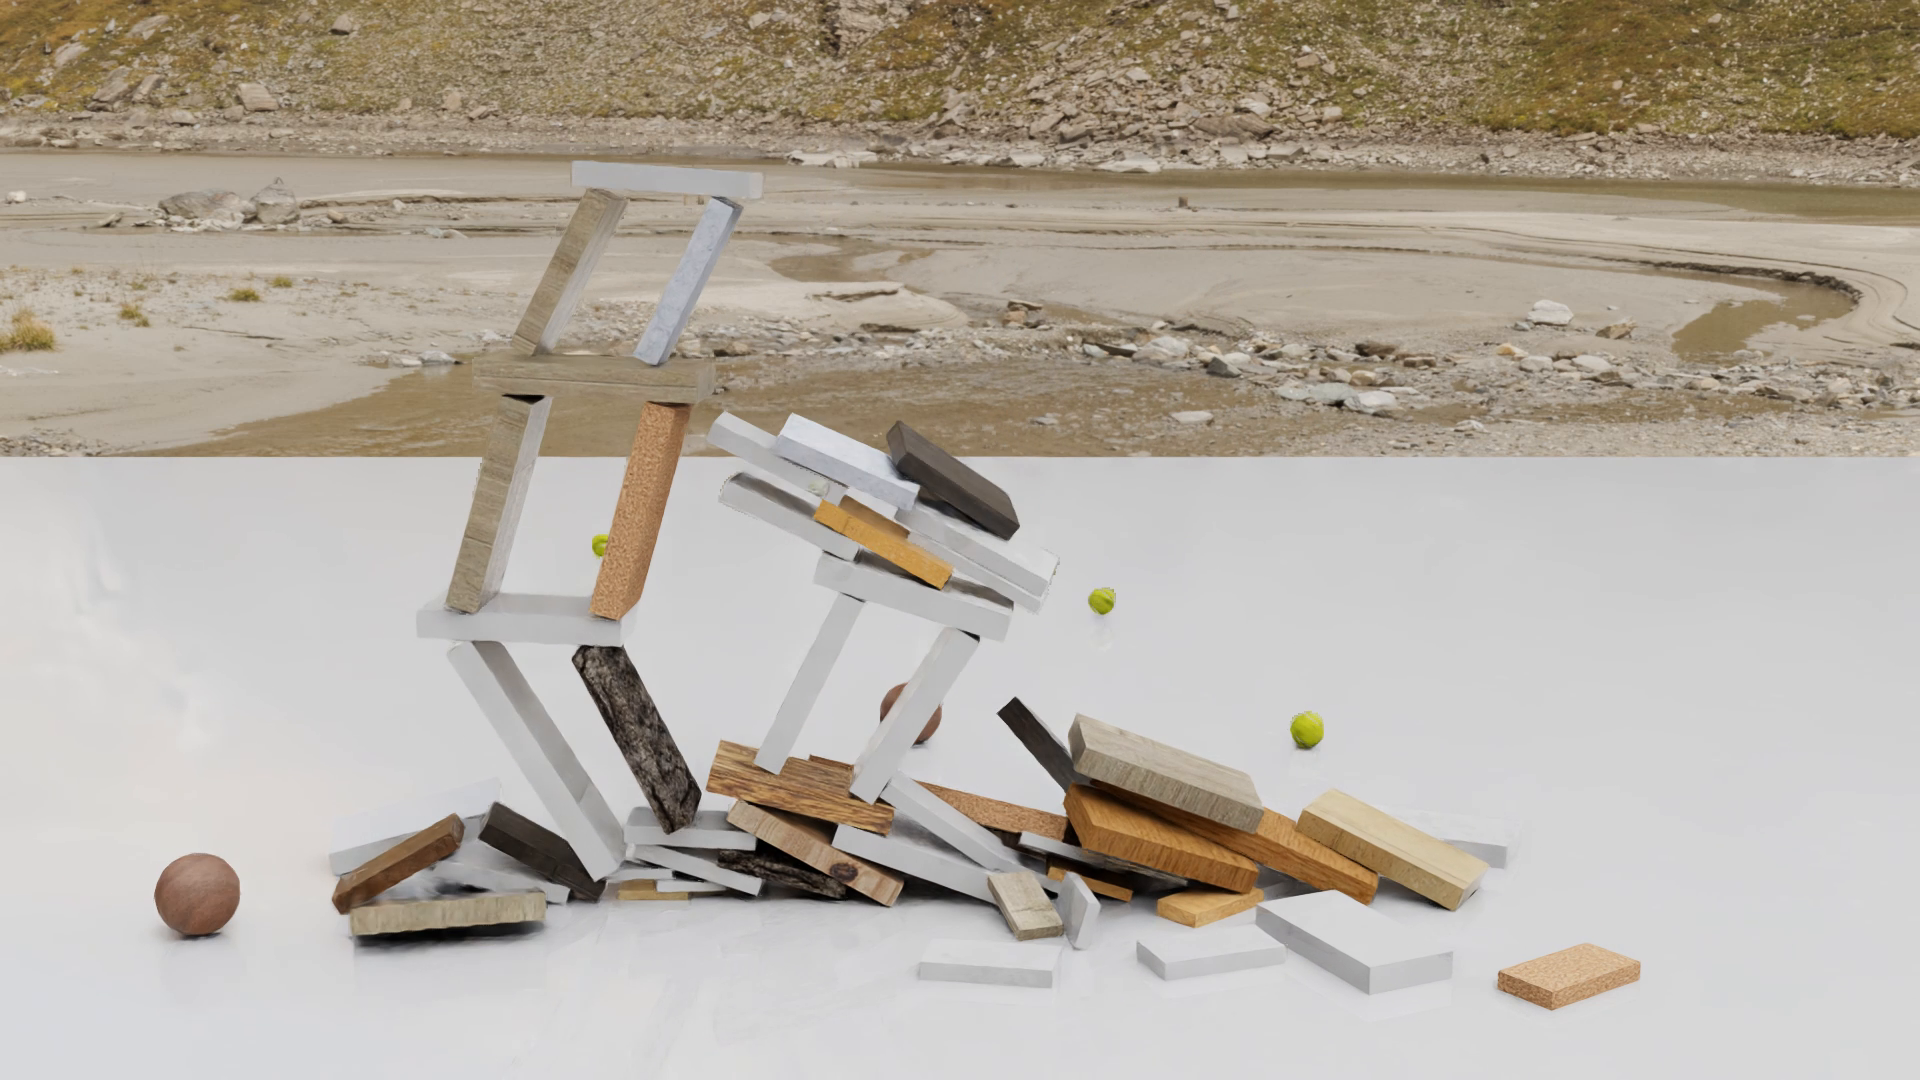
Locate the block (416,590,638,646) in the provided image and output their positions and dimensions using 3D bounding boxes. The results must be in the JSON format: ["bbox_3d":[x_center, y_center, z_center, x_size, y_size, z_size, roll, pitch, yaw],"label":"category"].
[{"bbox_3d":[-0.700,0.127,3.582,0.327,0.046,0.163,2,10,1],"label":"block"}]

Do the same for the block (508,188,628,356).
[{"bbox_3d":[-0.620,-0.424,3.485,0.039,0.276,0.138,28,8,-1],"label":"block"}]

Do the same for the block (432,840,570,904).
[{"bbox_3d":[-0.755,0.549,3.651,0.220,0.031,0.110,13,10,-8],"label":"block"}]

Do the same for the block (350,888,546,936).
[{"bbox_3d":[-0.808,0.586,3.473,0.294,0.042,0.147,-3,-5,-14],"label":"block"}]

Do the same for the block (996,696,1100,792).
[{"bbox_3d":[0.199,0.416,3.812,0.317,0.045,0.158,48,1,25],"label":"block"}]

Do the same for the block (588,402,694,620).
[{"bbox_3d":[-0.510,-0.059,3.532,0.049,0.349,0.175,17,10,1],"label":"block"}]

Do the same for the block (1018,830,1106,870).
[{"bbox_3d":[0.168,0.514,3.637,0.143,0.020,0.072,17,-13,1],"label":"block"}]

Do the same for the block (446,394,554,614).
[{"bbox_3d":[-0.739,-0.070,3.539,0.049,0.349,0.175,17,11,-2],"label":"block"}]

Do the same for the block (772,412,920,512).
[{"bbox_3d":[-0.178,-0.127,3.556,0.239,0.034,0.119,23,20,-3],"label":"block"}]

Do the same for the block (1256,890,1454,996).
[{"bbox_3d":[0.605,0.618,3.400,0.152,0.043,0.303,-5,12,-25],"label":"block"}]

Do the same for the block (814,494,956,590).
[{"bbox_3d":[-0.118,-0.002,3.579,0.237,0.034,0.118,29,12,2],"label":"block"}]

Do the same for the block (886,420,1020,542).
[{"bbox_3d":[-0.012,-0.098,3.610,0.238,0.034,0.119,33,18,-24],"label":"block"}]

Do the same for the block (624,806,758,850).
[{"bbox_3d":[-0.443,0.478,3.654,0.216,0.031,0.108,3,10,-1],"label":"block"}]

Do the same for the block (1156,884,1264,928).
[{"bbox_3d":[0.410,0.591,3.590,0.167,0.024,0.084,-9,16,-41],"label":"block"}]

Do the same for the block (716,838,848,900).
[{"bbox_3d":[-0.292,0.540,3.662,0.216,0.031,0.108,15,9,-3],"label":"block"}]

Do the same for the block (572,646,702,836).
[{"bbox_3d":[-0.527,0.310,3.609,0.046,0.327,0.163,-26,9,4],"label":"block"}]

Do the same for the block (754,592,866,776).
[{"bbox_3d":[-0.241,0.218,3.627,0.046,0.321,0.161,27,11,-3],"label":"block"}]

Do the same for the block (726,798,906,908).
[{"bbox_3d":[-0.235,0.497,3.661,0.306,0.043,0.153,29,10,-4],"label":"block"}]

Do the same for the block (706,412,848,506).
[{"bbox_3d":[-0.291,-0.133,3.573,0.237,0.034,0.118,27,12,-3],"label":"block"}]

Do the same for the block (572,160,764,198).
[{"bbox_3d":[-0.458,-0.568,3.463,0.276,0.039,0.138,4,9,3],"label":"block"}]

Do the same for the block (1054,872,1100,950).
[{"bbox_3d":[0.184,0.586,3.480,0.021,0.075,0.149,15,7,-13],"label":"block"}]

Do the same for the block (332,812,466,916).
[{"bbox_3d":[-0.923,0.532,3.619,0.220,0.031,0.110,-30,13,-2],"label":"block"}]

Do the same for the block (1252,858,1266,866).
[{"bbox_3d":[0.468,0.536,3.885,0.199,0.028,0.099,7,12,32],"label":"block"}]

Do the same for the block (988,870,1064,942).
[{"bbox_3d":[0.104,0.585,3.522,0.075,0.021,0.149,-4,28,-19],"label":"block"}]

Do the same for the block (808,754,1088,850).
[{"bbox_3d":[-0.017,0.456,3.813,0.496,0.045,0.158,11,-8,25],"label":"block"}]

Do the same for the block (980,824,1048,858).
[{"bbox_3d":[0.064,0.516,3.819,0.099,0.028,0.199,17,-7,-27],"label":"block"}]

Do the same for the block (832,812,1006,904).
[{"bbox_3d":[-0.057,0.517,3.665,0.306,0.043,0.153,20,10,-2],"label":"block"}]

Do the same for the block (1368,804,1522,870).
[{"bbox_3d":[0.835,0.524,3.909,0.294,0.042,0.147,4,11,23],"label":"block"}]

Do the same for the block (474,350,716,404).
[{"bbox_3d":[-0.577,-0.260,3.496,0.349,0.049,0.175,3,10,2],"label":"block"}]

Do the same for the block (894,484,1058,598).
[{"bbox_3d":[0.027,-0.002,3.604,0.270,0.034,0.119,29,20,0],"label":"block"}]

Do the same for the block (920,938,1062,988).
[{"bbox_3d":[0.047,0.639,3.326,0.202,0.029,0.101,2,11,10],"label":"block"}]

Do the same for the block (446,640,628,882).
[{"bbox_3d":[-0.691,0.346,3.624,0.046,0.442,0.163,-31,7,3],"label":"block"}]

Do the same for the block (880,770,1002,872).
[{"bbox_3d":[-0.031,0.461,3.642,0.227,0.028,0.099,34,9,-6],"label":"block"}]

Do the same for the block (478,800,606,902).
[{"bbox_3d":[-0.688,0.516,3.645,0.220,0.031,0.110,31,8,-11],"label":"block"}]

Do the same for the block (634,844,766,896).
[{"bbox_3d":[-0.427,0.532,3.674,0.216,0.031,0.108,17,9,3],"label":"block"}]

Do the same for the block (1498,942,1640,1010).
[{"bbox_3d":[0.908,0.649,3.276,0.202,0.029,0.101,-8,13,-35],"label":"block"}]

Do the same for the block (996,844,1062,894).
[{"bbox_3d":[0.129,0.553,3.663,0.143,0.020,0.072,23,10,-4],"label":"block"}]

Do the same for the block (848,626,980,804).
[{"bbox_3d":[-0.073,0.271,3.620,0.046,0.321,0.161,33,9,-5],"label":"block"}]

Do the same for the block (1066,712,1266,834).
[{"bbox_3d":[0.338,0.386,3.642,0.317,0.045,0.158,20,14,-8],"label":"block"}]

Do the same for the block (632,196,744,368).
[{"bbox_3d":[-0.429,-0.412,3.484,0.039,0.276,0.138,27,9,-4],"label":"block"}]

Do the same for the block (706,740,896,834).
[{"bbox_3d":[-0.260,0.408,3.645,0.306,0.043,0.153,14,10,-3],"label":"block"}]

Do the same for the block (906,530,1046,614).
[{"bbox_3d":[0.028,0.043,3.582,0.241,0.021,0.075,29,15,2],"label":"block"}]

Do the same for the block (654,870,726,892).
[{"bbox_3d":[-0.449,0.567,3.659,0.115,0.016,0.058,1,11,-13],"label":"block"}]

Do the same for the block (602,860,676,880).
[{"bbox_3d":[-0.532,0.548,3.656,0.115,0.016,0.058,-2,9,0],"label":"block"}]

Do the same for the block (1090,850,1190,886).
[{"bbox_3d":[0.302,0.541,3.681,0.167,0.024,0.084,14,-13,10],"label":"block"}]

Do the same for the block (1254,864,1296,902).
[{"bbox_3d":[0.477,0.569,3.716,0.084,0.024,0.167,-10,14,-42],"label":"block"}]

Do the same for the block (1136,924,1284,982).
[{"bbox_3d":[0.384,0.631,3.369,0.202,0.029,0.101,-4,11,-20],"label":"block"}]

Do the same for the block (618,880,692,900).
[{"bbox_3d":[-0.506,0.583,3.664,0.115,0.016,0.058,0,11,1],"label":"block"}]

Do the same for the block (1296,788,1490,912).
[{"bbox_3d":[0.726,0.517,3.695,0.294,0.042,0.147,26,20,23],"label":"block"}]

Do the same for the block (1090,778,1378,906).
[{"bbox_3d":[0.463,0.473,3.688,0.494,0.043,0.152,24,14,7],"label":"block"}]

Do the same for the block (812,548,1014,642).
[{"bbox_3d":[-0.072,0.081,3.588,0.321,0.046,0.161,17,11,0],"label":"block"}]

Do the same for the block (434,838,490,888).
[{"bbox_3d":[-0.854,0.535,3.850,0.147,0.042,0.294,-7,13,-35],"label":"block"}]

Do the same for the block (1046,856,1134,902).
[{"bbox_3d":[0.214,0.561,3.658,0.143,0.020,0.072,17,10,-3],"label":"block"}]

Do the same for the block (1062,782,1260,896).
[{"bbox_3d":[0.329,0.489,3.612,0.303,0.043,0.152,18,16,-17],"label":"block"}]

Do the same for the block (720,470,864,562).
[{"bbox_3d":[-0.267,-0.039,3.589,0.237,0.034,0.118,26,12,2],"label":"block"}]

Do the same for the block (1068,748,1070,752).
[{"bbox_3d":[0.329,0.450,3.851,0.147,0.042,0.294,12,27,-46],"label":"block"}]

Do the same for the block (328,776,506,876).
[{"bbox_3d":[-0.943,0.497,3.833,0.294,0.042,0.147,-14,19,-6],"label":"block"}]
